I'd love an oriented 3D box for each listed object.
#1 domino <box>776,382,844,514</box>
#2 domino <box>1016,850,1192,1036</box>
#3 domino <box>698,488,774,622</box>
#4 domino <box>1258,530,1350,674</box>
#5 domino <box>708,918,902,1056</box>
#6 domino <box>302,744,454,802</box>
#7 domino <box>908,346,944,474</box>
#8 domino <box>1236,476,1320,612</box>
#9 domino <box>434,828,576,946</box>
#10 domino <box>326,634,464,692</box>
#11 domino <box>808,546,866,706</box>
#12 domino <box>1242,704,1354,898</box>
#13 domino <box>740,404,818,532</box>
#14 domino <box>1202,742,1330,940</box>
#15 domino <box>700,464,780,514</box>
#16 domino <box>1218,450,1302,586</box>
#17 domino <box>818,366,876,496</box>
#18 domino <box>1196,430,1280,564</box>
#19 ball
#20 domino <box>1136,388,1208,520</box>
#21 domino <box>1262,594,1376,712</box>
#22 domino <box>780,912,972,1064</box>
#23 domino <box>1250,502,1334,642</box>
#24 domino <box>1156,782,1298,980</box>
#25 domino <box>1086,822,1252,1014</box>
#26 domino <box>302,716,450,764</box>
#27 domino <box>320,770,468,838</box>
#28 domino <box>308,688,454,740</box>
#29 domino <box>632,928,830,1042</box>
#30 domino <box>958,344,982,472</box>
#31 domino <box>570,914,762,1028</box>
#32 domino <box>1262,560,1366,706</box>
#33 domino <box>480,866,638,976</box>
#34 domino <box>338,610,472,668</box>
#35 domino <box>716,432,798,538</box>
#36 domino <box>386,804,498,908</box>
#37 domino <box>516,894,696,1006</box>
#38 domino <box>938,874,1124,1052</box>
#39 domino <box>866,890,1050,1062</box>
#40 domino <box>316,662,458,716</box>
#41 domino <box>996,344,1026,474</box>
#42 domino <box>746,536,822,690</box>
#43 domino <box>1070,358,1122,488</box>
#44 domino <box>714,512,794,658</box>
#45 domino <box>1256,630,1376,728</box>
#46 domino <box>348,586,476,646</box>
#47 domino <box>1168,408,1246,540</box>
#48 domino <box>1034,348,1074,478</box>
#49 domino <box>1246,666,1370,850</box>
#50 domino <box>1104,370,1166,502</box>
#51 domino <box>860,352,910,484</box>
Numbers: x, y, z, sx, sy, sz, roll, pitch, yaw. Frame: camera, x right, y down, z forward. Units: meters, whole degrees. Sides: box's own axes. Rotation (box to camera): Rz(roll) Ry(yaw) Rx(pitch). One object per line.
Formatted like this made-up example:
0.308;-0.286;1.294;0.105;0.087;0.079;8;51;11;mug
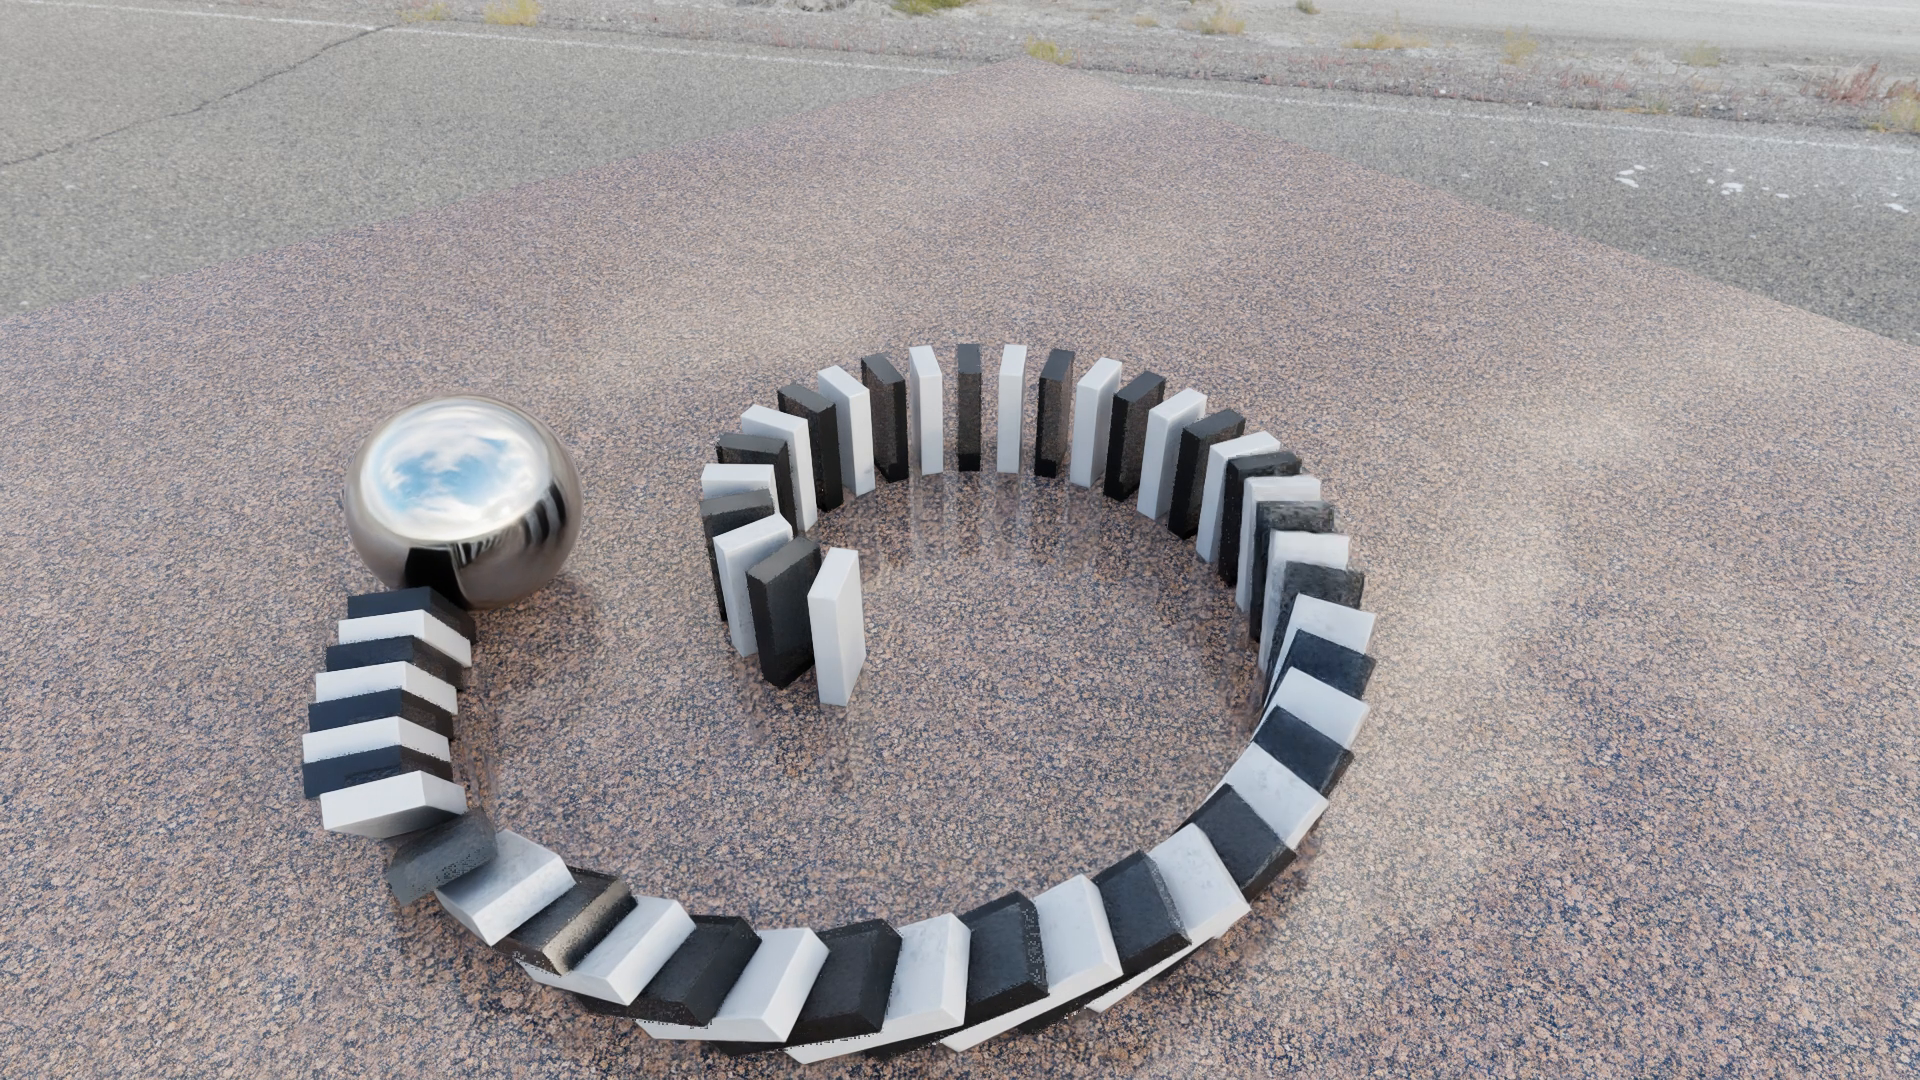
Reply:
-0.062;-0.038;0.458;0.025;0.050;0.009;31;48;32;domino
0.034;0.107;0.292;0.050;0.009;0.025;-35;40;12;domino
-0.079;0.006;0.404;0.025;0.050;0.009;-12;41;-14;domino
0.121;0.022;0.387;0.025;0.050;0.009;4;6;5;domino
-0.040;0.115;0.282;0.050;0.009;0.025;-22;31;27;domino
-0.171;0.071;0.327;0.025;0.050;0.010;-11;75;-12;domino
-0.015;-0.056;0.480;0.010;0.050;0.025;-8;40;-9;domino
0.118;0.002;0.409;0.025;0.050;0.009;-3;21;-3;domino
-0.128;0.095;0.306;0.025;0.010;0.050;-34;17;-34;domino
-0.184;0.043;0.362;0.025;0.050;0.010;-8;74;-9;domino
-0.041;0.030;0.375;0.010;0.050;0.025;8;40;9;domino
0.092;0.077;0.327;0.025;0.010;0.050;34;88;34;domino
-0.073;-0.029;0.446;0.025;0.050;0.009;18;42;20;domino
0.079;0.086;0.316;0.050;0.010;0.025;-51;52;0;domino
-0.082;-0.006;0.418;0.025;0.050;0.009;1;39;1;domino
0.114;-0.008;0.420;0.025;0.050;0.010;-9;30;-11;domino
-0.048;-0.046;0.468;0.010;0.050;0.025;-26;46;-28;domino
0.108;-0.016;0.431;0.025;0.050;0.009;-16;39;-18;domino
-0.181;-0.014;0.404;0.080;0.080;0.080;0;39;0;ball
0.087;-0.035;0.455;0.025;0.050;0.010;-31;48;-32;domino
0.117;0.045;0.362;0.025;0.050;0.009;16;-1;19;domino
-0.022;0.115;0.282;0.050;0.009;0.025;-25;33;24;domino
0.120;0.012;0.398;0.025;0.050;0.009;0;13;0;domino
0.066;0.095;0.306;0.050;0.010;0.025;-45;47;3;domino
0.050;0.102;0.298;0.050;0.010;0.025;-38;42;9;domino
-0.176;0.065;0.335;0.025;0.050;0.009;-10;75;-12;domino
-0.163;0.077;0.319;0.025;0.050;0.009;-12;75;-14;domino
-0.179;0.057;0.344;0.025;0.050;0.010;-10;75;-11;domino
-0.059;0.114;0.283;0.050;0.009;0.025;-17;28;35;domino
0.004;-0.058;0.482;0.010;0.050;0.025;-1;39;-1;domino
-0.077;0.111;0.287;0.050;0.009;0.025;-14;27;38;domino
0.120;0.034;0.374;0.025;0.050;0.009;10;1;12;domino
-0.111;0.102;0.299;0.050;0.009;0.025;-9;25;46;domino
-0.186;0.036;0.371;0.025;0.050;0.009;-8;74;-9;domino
-0.079;-0.017;0.433;0.025;0.050;0.009;8;40;10;domino
-0.145;0.088;0.311;0.025;0.009;0.050;-27;5;-24;domino
-0.095;0.107;0.293;0.050;0.010;0.025;-12;26;43;domino
0.016;0.111;0.288;0.050;0.010;0.025;-32;38;15;domino
-0.002;0.113;0.285;0.050;0.009;0.025;-29;36;17;domino
-0.182;0.050;0.353;0.025;0.050;0.009;-8;74;-10;domino
0.023;-0.057;0.481;0.009;0.050;0.025;5;40;6;domino
-0.059;0.026;0.380;0.010;0.050;0.025;27;46;29;domino
0.058;-0.050;0.473;0.009;0.050;0.025;19;43;22;domino
-0.071;0.017;0.391;0.025;0.050;0.009;-23;45;-26;domino
0.110;0.057;0.350;0.025;0.010;0.050;22;87;25;domino
-0.188;0.028;0.379;0.025;0.050;0.009;-8;74;-9;domino
0.099;-0.026;0.443;0.025;0.050;0.010;-24;45;-27;domino
0.041;-0.055;0.478;0.009;0.050;0.025;11;41;13;domino
0.102;0.067;0.338;0.025;0.009;0.050;28;87;30;domino
0.074;-0.043;0.464;0.010;0.050;0.025;27;47;29;domino
-0.032;-0.052;0.475;0.009;0.050;0.025;-18;42;-20;domino
